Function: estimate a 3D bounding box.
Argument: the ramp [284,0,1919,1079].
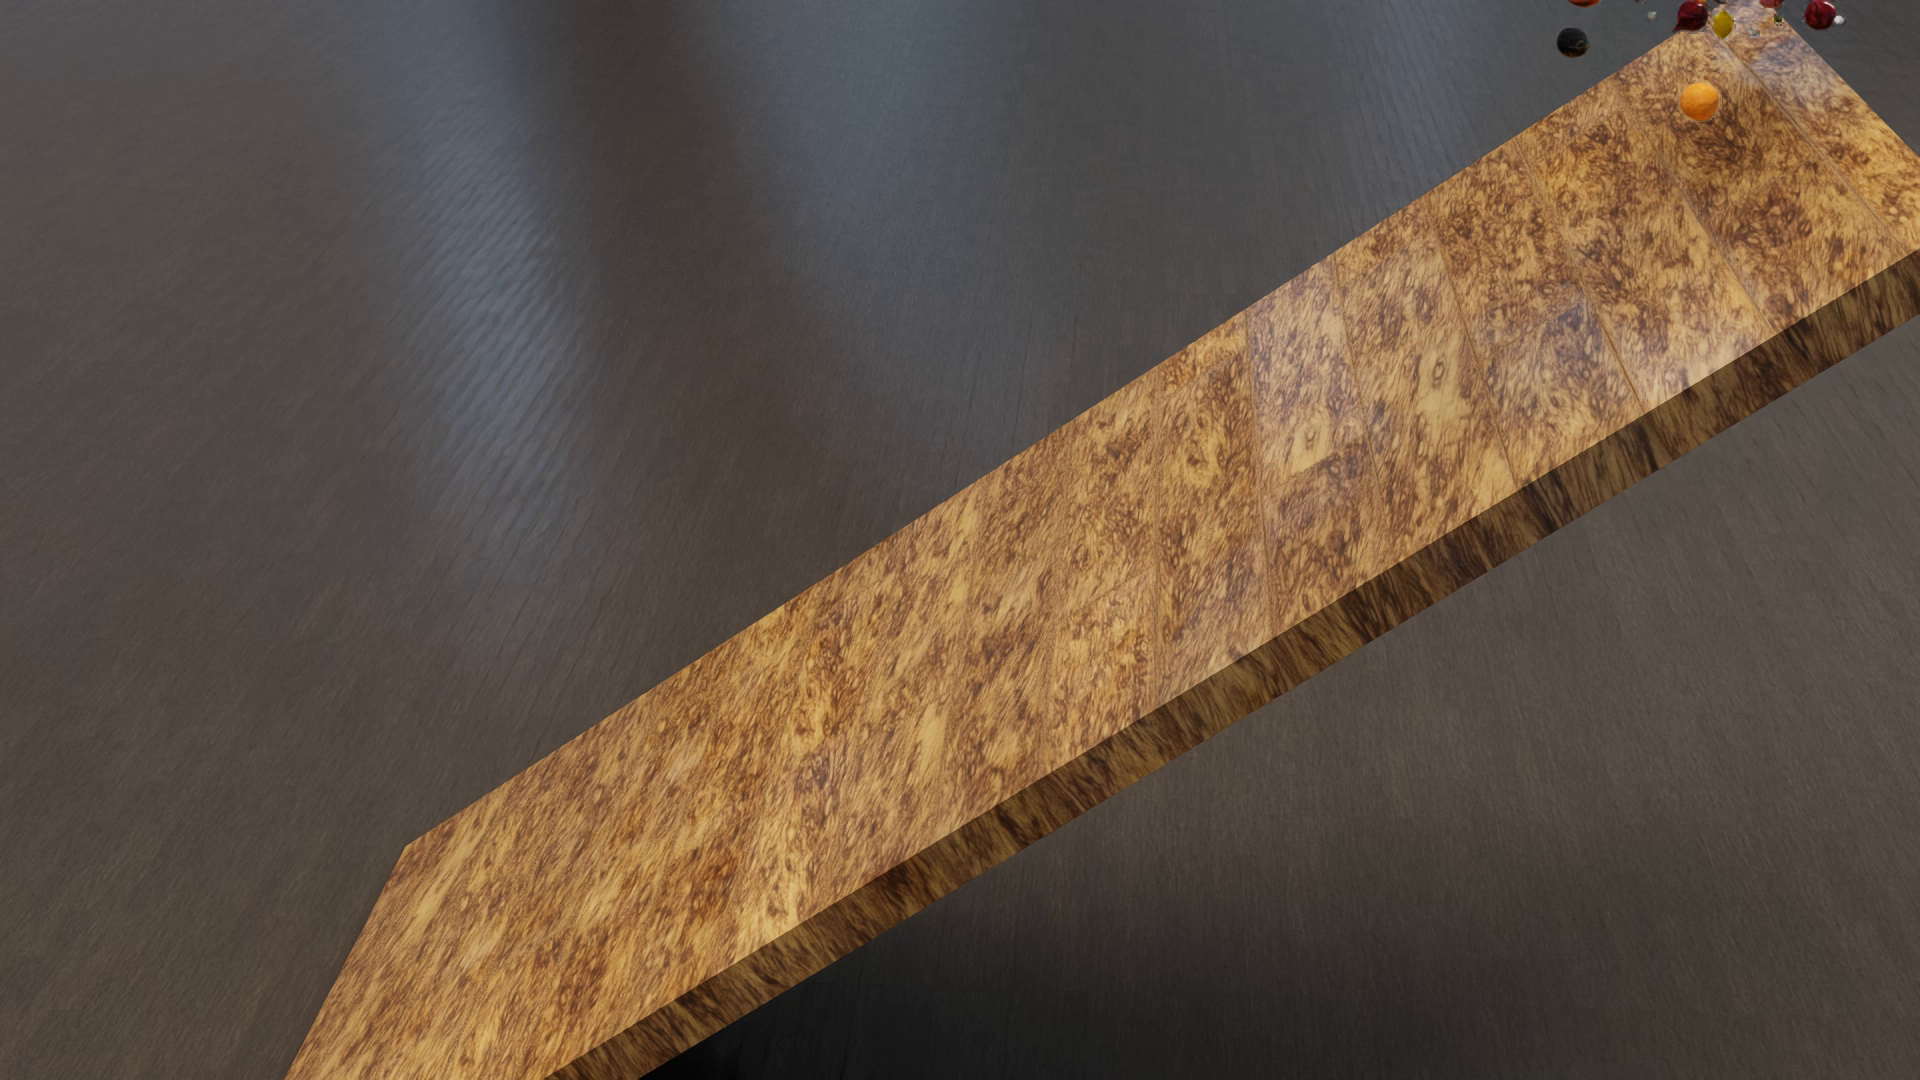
[{"bbox_3d":[0.135,0.174,6.306,4.000,0.100,2.000,-32,16,15],"label":"ramp"}]

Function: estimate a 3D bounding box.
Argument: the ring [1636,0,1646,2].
[{"bbox_3d":[1.347,-1.107,5.738,0.131,0.131,0.044,-14,53,-31],"label":"ring"}]

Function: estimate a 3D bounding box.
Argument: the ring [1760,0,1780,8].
[{"bbox_3d":[1.589,-1.089,5.722,0.036,0.109,0.109,23,28,19],"label":"ring"}]
